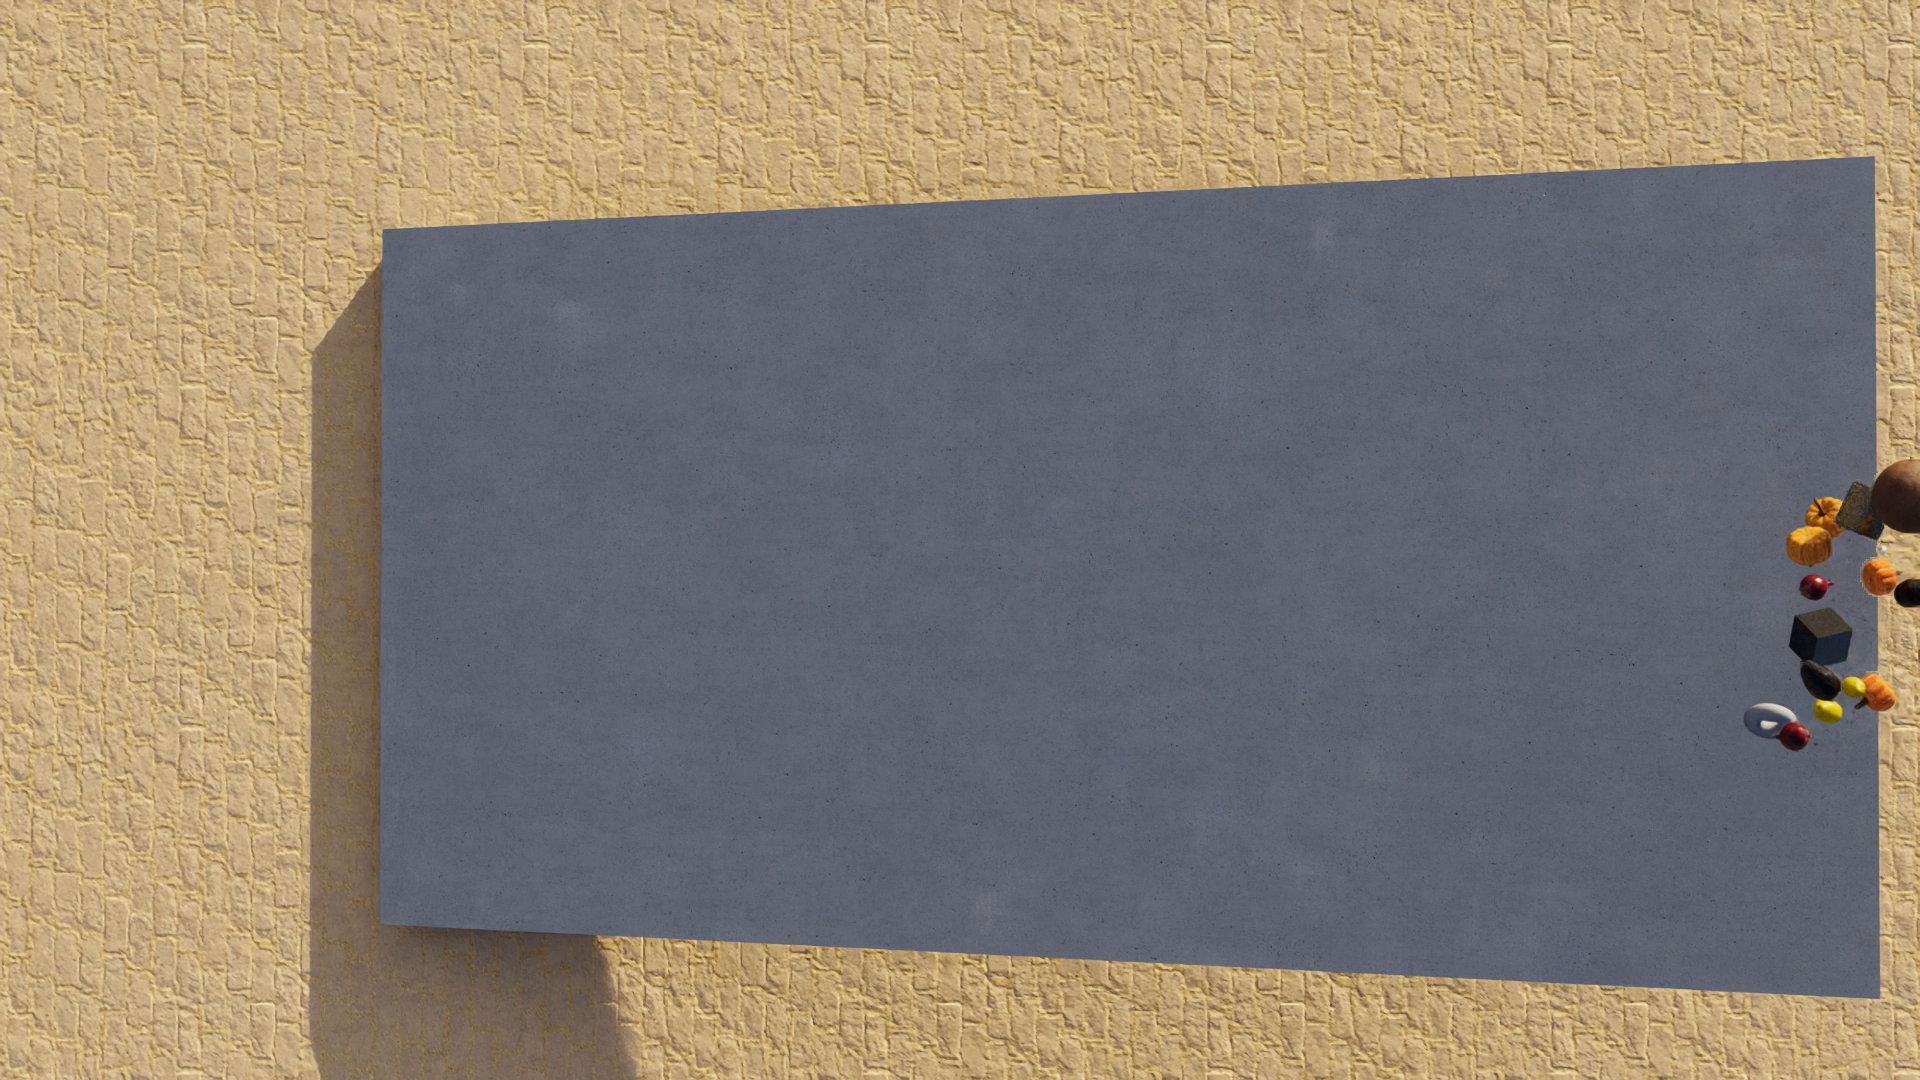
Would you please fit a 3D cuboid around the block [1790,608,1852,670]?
[{"bbox_3d":[2.026,0.231,5.177,0.093,0.093,0.093,-12,126,-10],"label":"block"}]

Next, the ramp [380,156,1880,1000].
[{"bbox_3d":[0.270,0.096,5.821,4.000,0.100,2.000,0,89,16],"label":"ramp"}]

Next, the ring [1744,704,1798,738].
[{"bbox_3d":[1.824,0.408,4.949,0.116,0.116,0.039,21,59,0],"label":"ring"}]
